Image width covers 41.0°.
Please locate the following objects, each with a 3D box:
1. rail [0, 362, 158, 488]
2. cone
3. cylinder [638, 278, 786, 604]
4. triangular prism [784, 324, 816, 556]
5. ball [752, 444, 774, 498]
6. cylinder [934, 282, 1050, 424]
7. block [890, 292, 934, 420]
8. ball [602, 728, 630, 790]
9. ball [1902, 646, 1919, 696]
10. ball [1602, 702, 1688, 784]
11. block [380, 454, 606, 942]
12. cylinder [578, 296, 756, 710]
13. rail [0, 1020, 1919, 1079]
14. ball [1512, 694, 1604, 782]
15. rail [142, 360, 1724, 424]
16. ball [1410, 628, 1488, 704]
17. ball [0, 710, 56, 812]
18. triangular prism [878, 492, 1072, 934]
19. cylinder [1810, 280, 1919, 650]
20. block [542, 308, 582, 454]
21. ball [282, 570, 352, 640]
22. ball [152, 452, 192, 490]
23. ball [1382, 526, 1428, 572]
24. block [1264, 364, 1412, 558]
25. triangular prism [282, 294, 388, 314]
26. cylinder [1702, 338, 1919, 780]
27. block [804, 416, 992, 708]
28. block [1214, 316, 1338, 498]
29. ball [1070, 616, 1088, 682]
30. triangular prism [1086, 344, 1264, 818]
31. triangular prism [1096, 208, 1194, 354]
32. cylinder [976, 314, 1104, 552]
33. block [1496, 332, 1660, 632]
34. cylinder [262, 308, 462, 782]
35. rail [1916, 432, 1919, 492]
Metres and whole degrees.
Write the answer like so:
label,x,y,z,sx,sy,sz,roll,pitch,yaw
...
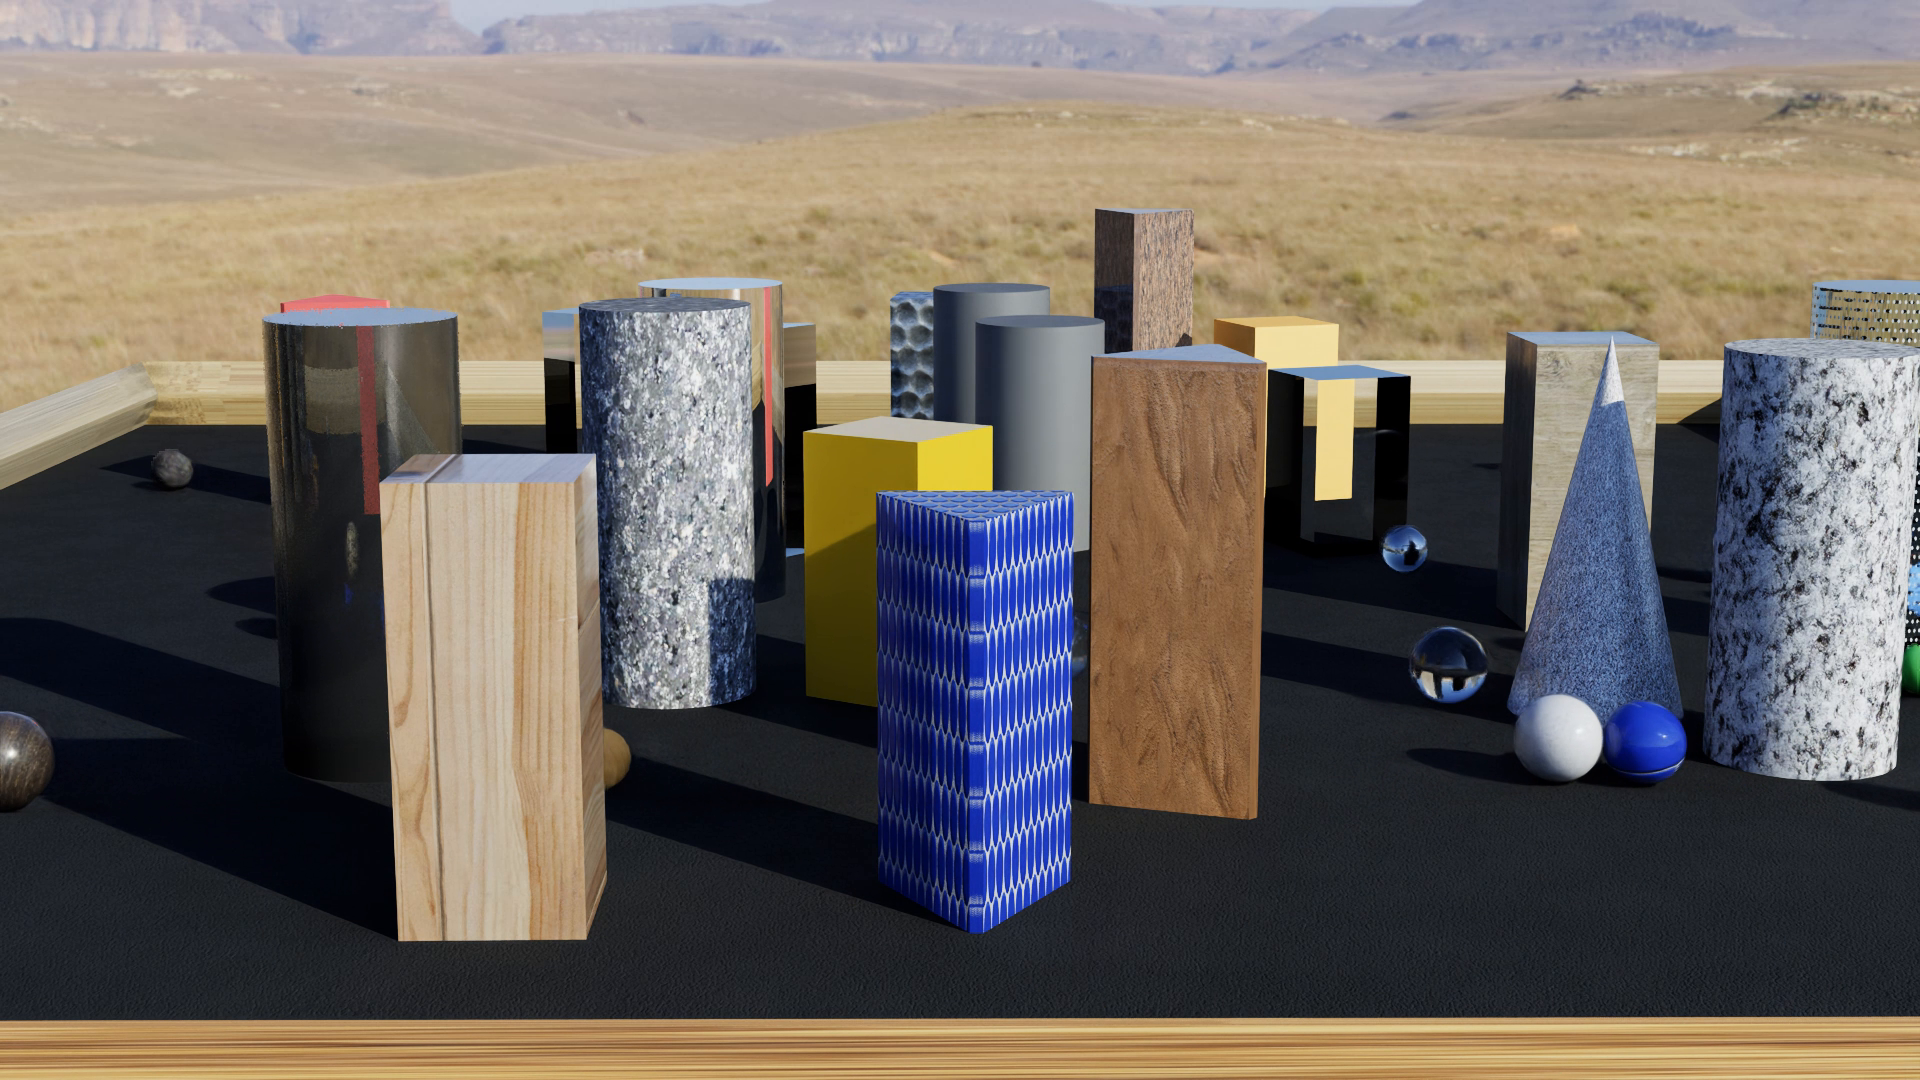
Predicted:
label,x,y,z,sx,sy,sz,roll,pitch,yaw
rail,-1.639,0.035,3.440,0.045,0.128,3.684,0,10,0
cone,0.727,-0.018,2.898,0.197,0.430,0.197,0,10,0
cylinder,-0.341,-0.139,3.549,0.197,0.432,0.197,0,10,0
triangular prism,-0.328,-0.151,3.856,0.148,0.344,0.171,8,13,38
ball,-0.362,-0.116,4.347,0.096,0.096,0.096,0,10,0
cylinder,0.054,-0.251,4.363,0.197,0.356,0.197,0,10,0
block,-0.039,-0.295,4.721,0.158,0.311,0.158,1,11,6
ball,-0.367,0.223,2.609,0.063,0.063,0.063,0,10,0
ball,1.124,0.152,3.002,0.058,0.058,0.058,0,10,0
ball,0.701,0.208,2.628,0.085,0.085,0.085,0,10,0
block,-0.396,0.131,2.205,0.158,0.390,0.158,0,10,-1
cylinder,-0.340,-0.048,2.994,0.197,0.454,0.197,0,10,0
rail,0.010,0.364,1.661,3.325,0.128,0.045,0,10,0
ball,0.614,0.204,2.635,0.090,0.090,0.090,0,10,0
rail,-0.010,-0.298,5.237,3.325,0.128,0.045,0,10,0
ball,0.563,0.145,2.958,0.089,0.089,0.089,0,10,0
ball,-0.946,0.218,2.535,0.099,0.099,0.099,0,10,0
triangular prism,0.035,0.139,2.256,0.148,0.356,0.171,-6,12,-30
cylinder,1.160,-0.090,3.221,0.197,0.456,0.197,0,10,0
block,-0.632,-0.264,4.598,0.158,0.296,0.158,6,12,29
ball,-0.824,0.084,3.288,0.089,0.089,0.089,0,10,0
ball,-1.366,-0.120,4.451,0.067,0.067,0.067,0,10,0
ball,0.646,0.014,3.726,0.067,0.067,0.067,0,10,0
block,0.574,-0.122,3.911,0.158,0.267,0.158,-4,11,-21
triangular prism,-1.046,-0.236,4.316,0.171,0.342,0.148,-3,11,-15
cylinder,0.896,0.016,2.702,0.197,0.437,0.197,0,10,0
block,-0.071,0.025,2.996,0.158,0.312,0.158,7,12,32
block,0.543,-0.233,4.443,0.158,0.291,0.158,-4,11,-20
ball,0.112,0.130,3.044,0.088,0.088,0.088,0,10,0
triangular prism,0.233,0.035,2.567,0.171,0.448,0.148,4,11,20
triangular prism,0.297,-0.341,4.514,0.148,0.477,0.171,8,13,38
cylinder,0.122,-0.165,3.938,0.197,0.342,0.197,0,10,0
block,0.812,-0.080,3.386,0.158,0.375,0.158,0,11,-2
cylinder,-0.619,0.000,2.691,0.197,0.470,0.197,0,10,0
rail,1.639,0.031,3.458,0.045,0.128,3.684,0,10,0
